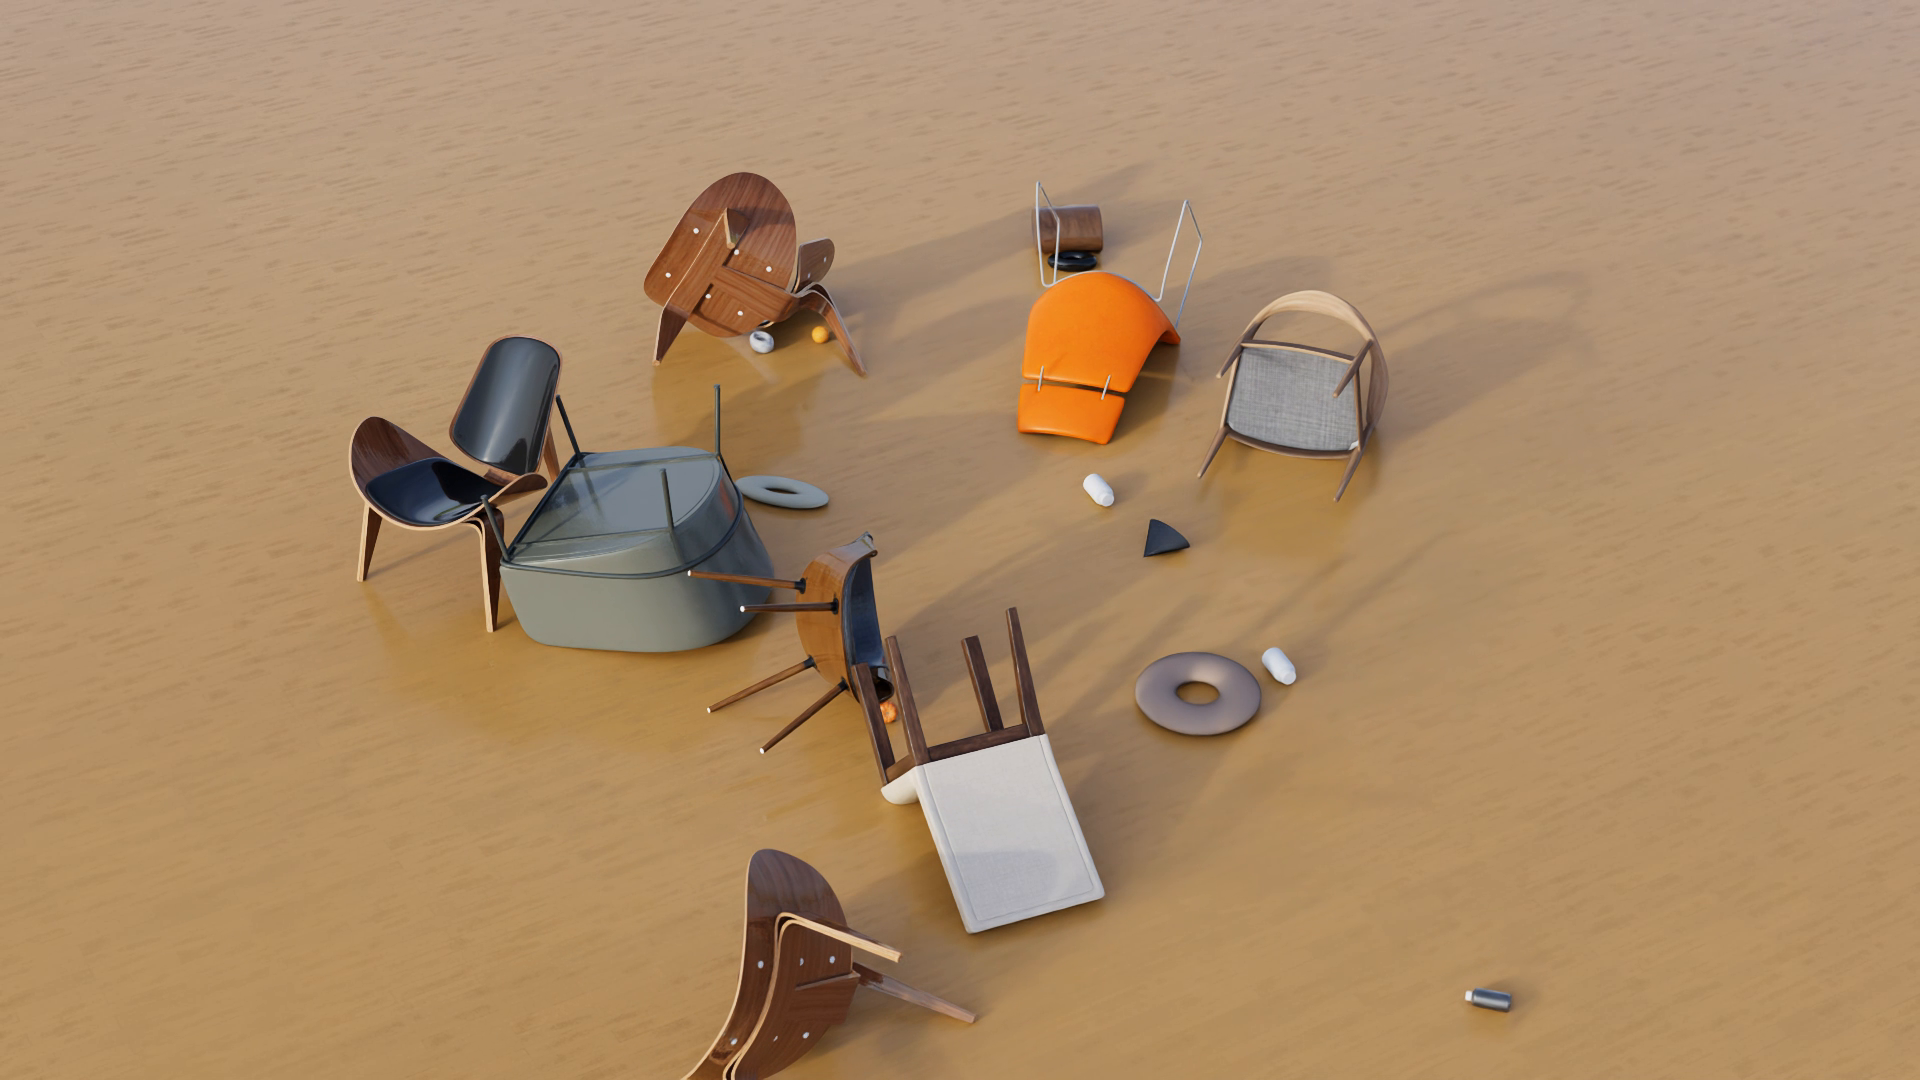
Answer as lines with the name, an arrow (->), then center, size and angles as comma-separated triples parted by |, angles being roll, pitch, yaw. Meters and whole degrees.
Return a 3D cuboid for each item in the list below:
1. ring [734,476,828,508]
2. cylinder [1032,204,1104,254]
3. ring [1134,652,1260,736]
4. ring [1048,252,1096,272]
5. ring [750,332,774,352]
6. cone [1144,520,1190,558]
ring -> -0.680, -0.184, 11.181 | 0.387, 0.048, 0.168 | 11, 34, 17
cylinder -> 0.470, -1.363, 12.847 | 0.282, 0.180, 0.252 | -3, 40, -5
ring -> 0.818, 0.526, 10.087 | 0.436, 0.066, 0.466 | -2, 33, -2
ring -> 0.488, -1.210, 12.730 | 0.217, 0.056, 0.125 | 1, 32, 0
ring -> -0.820, -0.819, 12.137 | 0.095, 0.056, 0.125 | -20, 40, -24
cone -> 0.729, 0.020, 10.872 | 0.144, 0.096, 0.206 | -41, 50, -21
